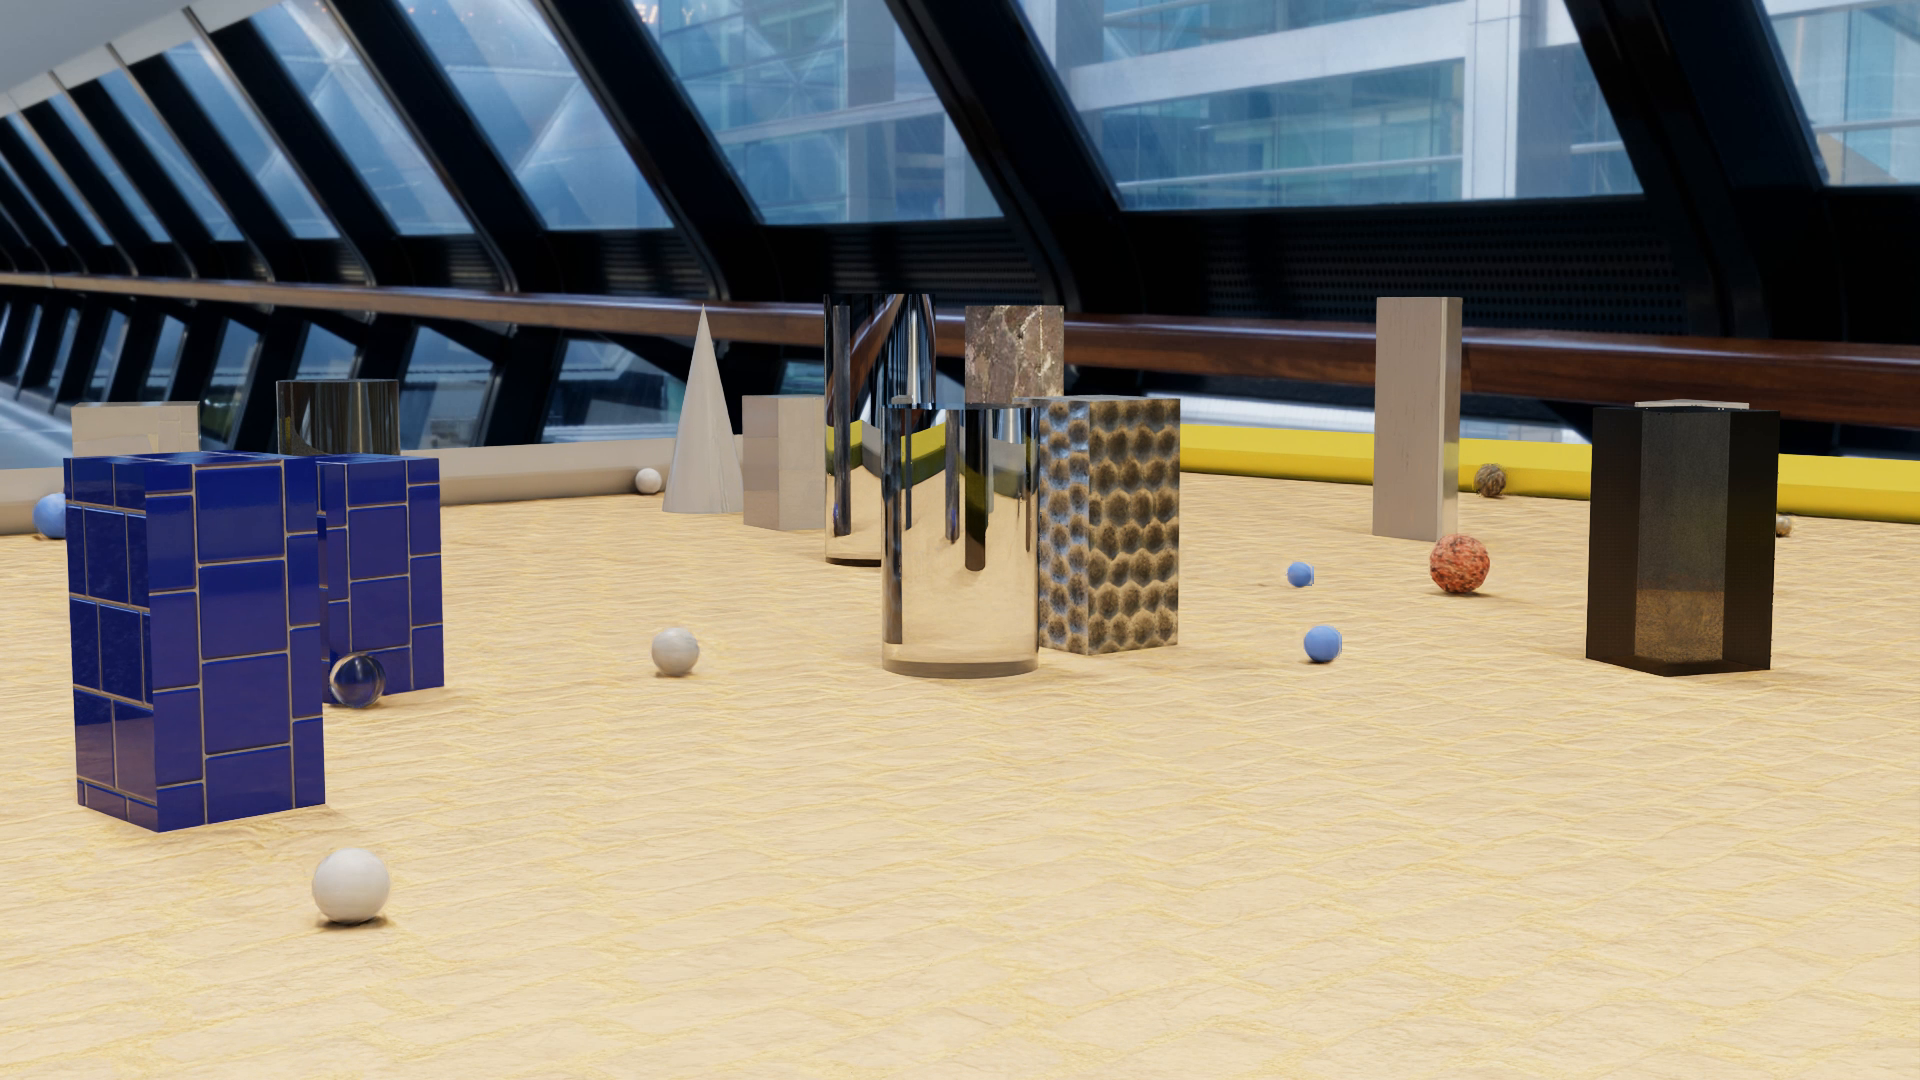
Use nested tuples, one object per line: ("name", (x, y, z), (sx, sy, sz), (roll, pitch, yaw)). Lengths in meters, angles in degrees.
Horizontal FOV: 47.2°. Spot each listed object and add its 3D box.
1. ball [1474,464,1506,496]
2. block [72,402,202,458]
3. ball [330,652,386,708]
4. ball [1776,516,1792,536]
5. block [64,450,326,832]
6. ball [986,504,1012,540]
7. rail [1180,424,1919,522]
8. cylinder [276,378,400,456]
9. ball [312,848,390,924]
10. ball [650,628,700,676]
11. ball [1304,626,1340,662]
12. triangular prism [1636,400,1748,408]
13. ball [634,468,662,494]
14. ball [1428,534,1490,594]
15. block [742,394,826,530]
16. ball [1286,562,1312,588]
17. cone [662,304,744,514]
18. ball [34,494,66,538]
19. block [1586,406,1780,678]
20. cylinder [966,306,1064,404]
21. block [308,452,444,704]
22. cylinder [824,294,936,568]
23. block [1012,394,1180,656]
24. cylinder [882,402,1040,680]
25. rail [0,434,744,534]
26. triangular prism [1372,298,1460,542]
("ball", (1.270, -0.142, 5.272), (0.076, 0.076, 0.076), (0, 6, 0))
("block", (-1.128, -0.029, 3.033), (0.158, 0.317, 0.158), (-2, 6, -18))
("ball", (-0.678, 0.158, 2.473), (0.061, 0.061, 0.061), (0, 6, 0))
("ball", (1.624, -0.027, 4.347), (0.040, 0.040, 0.040), (0, 6, 0))
("block", (-0.687, 0.083, 1.975), (0.158, 0.314, 0.158), (6, 8, 44))
("ball", (0.083, -0.035, 4.291), (0.068, 0.068, 0.068), (0, 6, 0))
("rail", (1.715, -0.131, 4.906), (0.045, 0.128, 4.113), (-5, 8, -42))
("cylinder", (-1.040, -0.104, 3.693), (0.198, 0.328, 0.198), (0, 6, 0))
("ball", (-0.443, 0.252, 1.602), (0.055, 0.055, 0.055), (0, 6, 0))
("ball", (-0.348, 0.136, 2.687), (0.060, 0.060, 0.060), (0, 6, 0))
("ball", (0.460, 0.132, 2.793), (0.046, 0.046, 0.046), (0, 6, 0))
("triangular prism", (1.191, -0.080, 3.616), (0.171, 0.297, 0.148), (1, 6, 13))
("ball", (-0.757, -0.142, 5.337), (0.064, 0.064, 0.064), (0, 6, 0))
("ball", (0.785, 0.038, 3.462), (0.093, 0.093, 0.093), (0, 6, 0))
("block", (-0.342, -0.163, 4.549), (0.158, 0.269, 0.158), (-4, 7, -33))
("ball", (0.547, 0.056, 3.545), (0.042, 0.042, 0.042), (0, 6, 0))
("cone", (-0.570, -0.297, 4.904), (0.198, 0.461, 0.198), (0, 6, 0))
("ball", (-1.764, -0.047, 4.302), (0.089, 0.089, 0.089), (0, 6, 0))
("block", (0.906, -0.003, 2.763), (0.158, 0.322, 0.158), (-2, 6, -20))
("cylinder", (0.109, -0.241, 4.405), (0.198, 0.454, 0.198), (0, 6, 0))
("block", (-0.725, 0.040, 2.591), (0.158, 0.271, 0.158), (5, 8, 39))
("cylinder", (-0.141, -0.198, 3.900), (0.198, 0.474, 0.198), (0, 6, 0))
("block", (0.181, -0.025, 2.937), (0.158, 0.329, 0.158), (-5, 7, -37))
("cylinder", (0.000, -0.004, 2.746), (0.198, 0.327, 0.198), (0, 6, 0))
("rail", (-1.379, -0.122, 4.818), (4.714, 0.128, 0.045), (-5, 8, -42))
("triangular prism", (0.931, -0.241, 4.325), (0.148, 0.470, 0.171), (-5, 7, -37))
